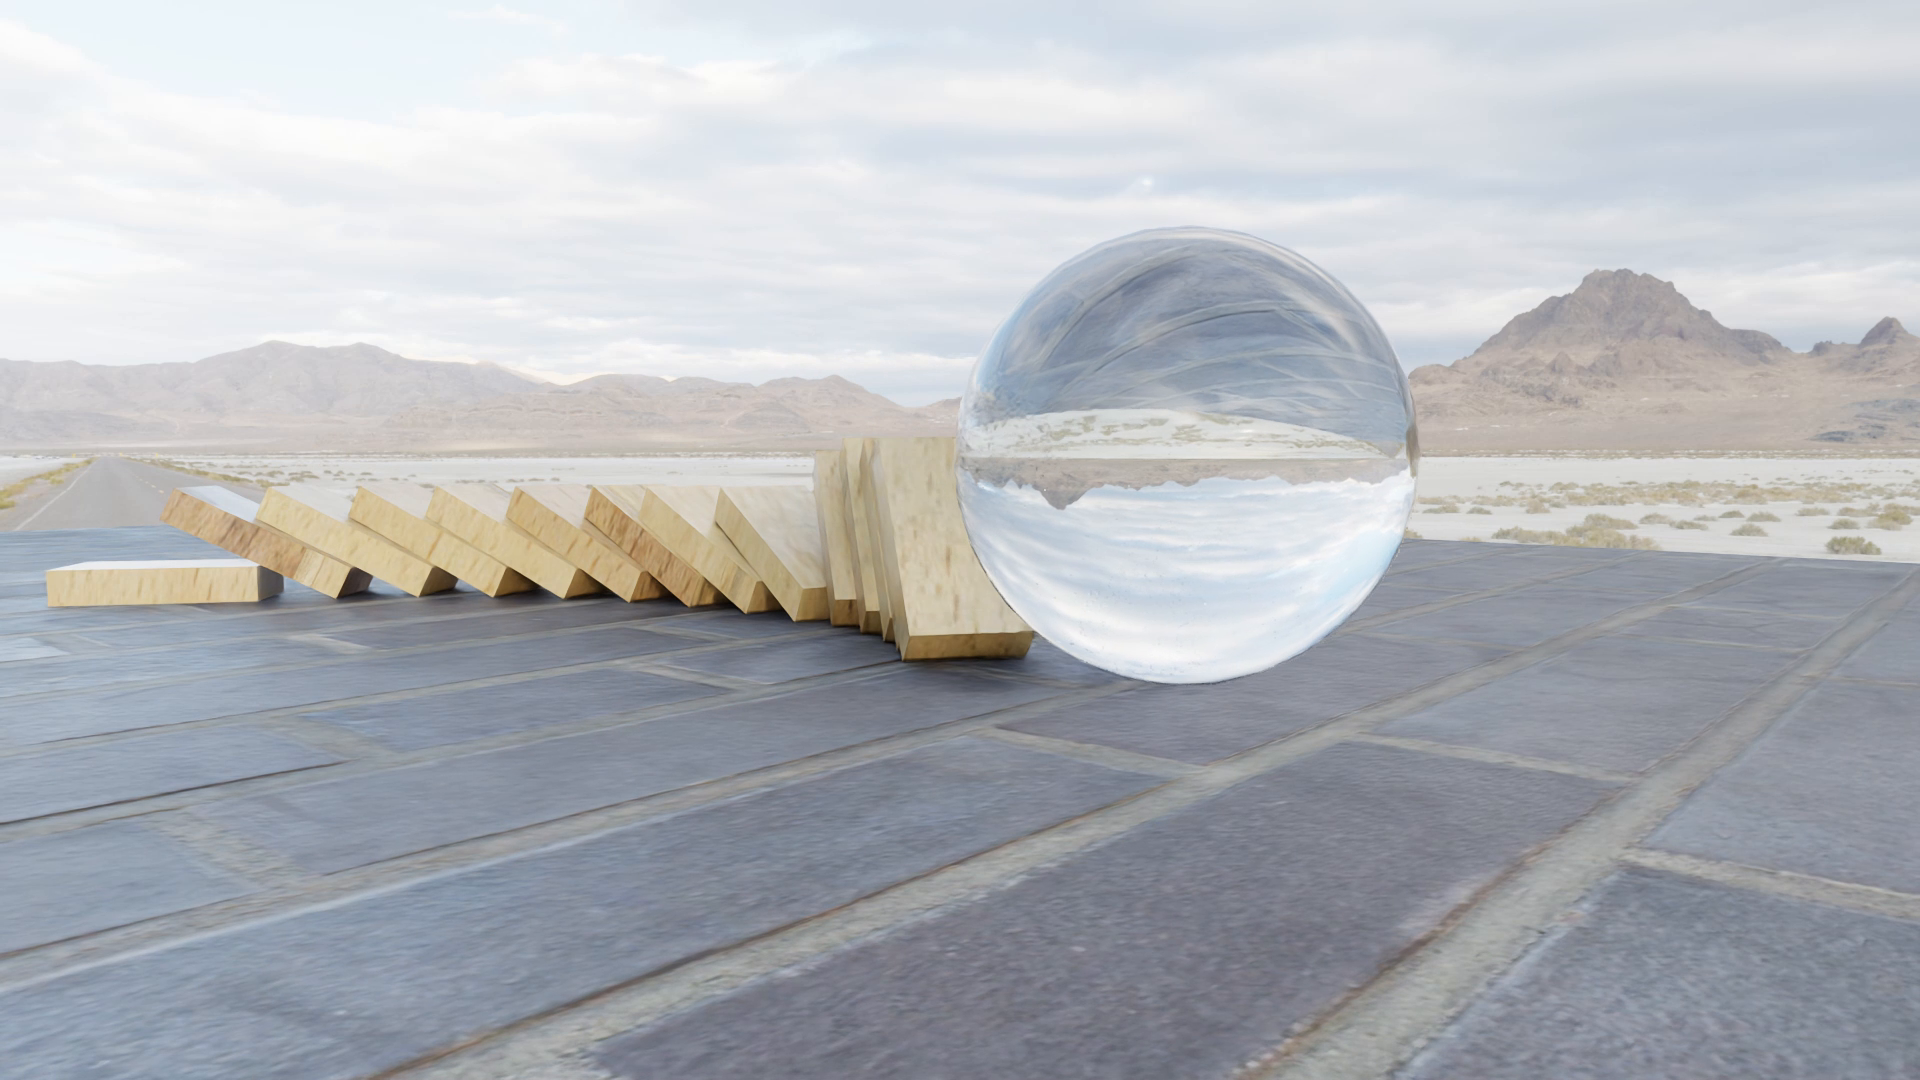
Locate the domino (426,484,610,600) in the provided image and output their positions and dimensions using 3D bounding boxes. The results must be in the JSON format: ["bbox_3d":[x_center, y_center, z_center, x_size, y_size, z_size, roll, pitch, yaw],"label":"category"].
[{"bbox_3d":[-0.124,0.000,0.368,0.050,0.010,0.025,28,12,13],"label":"domino"}]

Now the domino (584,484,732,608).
[{"bbox_3d":[-0.079,0.000,0.355,0.050,0.010,0.025,35,24,31],"label":"domino"}]

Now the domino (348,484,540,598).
[{"bbox_3d":[-0.147,-0.001,0.371,0.050,0.010,0.025,27,9,8],"label":"domino"}]

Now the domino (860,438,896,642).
[{"bbox_3d":[-0.007,-0.001,0.289,0.025,0.050,0.009,-1,-37,-14],"label":"domino"}]

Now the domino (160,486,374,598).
[{"bbox_3d":[-0.193,0.000,0.362,0.050,0.010,0.025,26,1,-7],"label":"domino"}]

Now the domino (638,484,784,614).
[{"bbox_3d":[-0.061,0.001,0.343,0.050,0.009,0.025,36,25,33],"label":"domino"}]

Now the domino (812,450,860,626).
[{"bbox_3d":[-0.021,-0.001,0.314,0.025,0.010,0.050,-1,47,-13],"label":"domino"}]

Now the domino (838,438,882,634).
[{"bbox_3d":[-0.013,-0.002,0.300,0.025,0.050,0.010,-1,-37,-14],"label":"domino"}]

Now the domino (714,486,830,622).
[{"bbox_3d":[-0.041,0.002,0.329,0.025,0.009,0.050,-3,32,-36],"label":"domino"}]

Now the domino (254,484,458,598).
[{"bbox_3d":[-0.171,0.000,0.368,0.050,0.009,0.025,26,4,-1],"label":"domino"}]

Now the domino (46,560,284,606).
[{"bbox_3d":[-0.217,0.011,0.353,0.050,0.009,0.025,-1,4,-13],"label":"domino"}]

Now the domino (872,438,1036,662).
[{"bbox_3d":[-0.002,0.001,0.264,0.025,0.050,0.010,-1,-37,-14],"label":"domino"}]

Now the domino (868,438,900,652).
[{"bbox_3d":[-0.004,0.000,0.277,0.025,0.050,0.010,-1,-37,-14],"label":"domino"}]

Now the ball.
[{"bbox_3d":[0.039,-0.014,0.227,0.080,0.080,0.080,0,4,0],"label":"ball"}]

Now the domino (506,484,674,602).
[{"bbox_3d":[-0.101,0.000,0.363,0.050,0.010,0.025,31,17,22],"label":"domino"}]
